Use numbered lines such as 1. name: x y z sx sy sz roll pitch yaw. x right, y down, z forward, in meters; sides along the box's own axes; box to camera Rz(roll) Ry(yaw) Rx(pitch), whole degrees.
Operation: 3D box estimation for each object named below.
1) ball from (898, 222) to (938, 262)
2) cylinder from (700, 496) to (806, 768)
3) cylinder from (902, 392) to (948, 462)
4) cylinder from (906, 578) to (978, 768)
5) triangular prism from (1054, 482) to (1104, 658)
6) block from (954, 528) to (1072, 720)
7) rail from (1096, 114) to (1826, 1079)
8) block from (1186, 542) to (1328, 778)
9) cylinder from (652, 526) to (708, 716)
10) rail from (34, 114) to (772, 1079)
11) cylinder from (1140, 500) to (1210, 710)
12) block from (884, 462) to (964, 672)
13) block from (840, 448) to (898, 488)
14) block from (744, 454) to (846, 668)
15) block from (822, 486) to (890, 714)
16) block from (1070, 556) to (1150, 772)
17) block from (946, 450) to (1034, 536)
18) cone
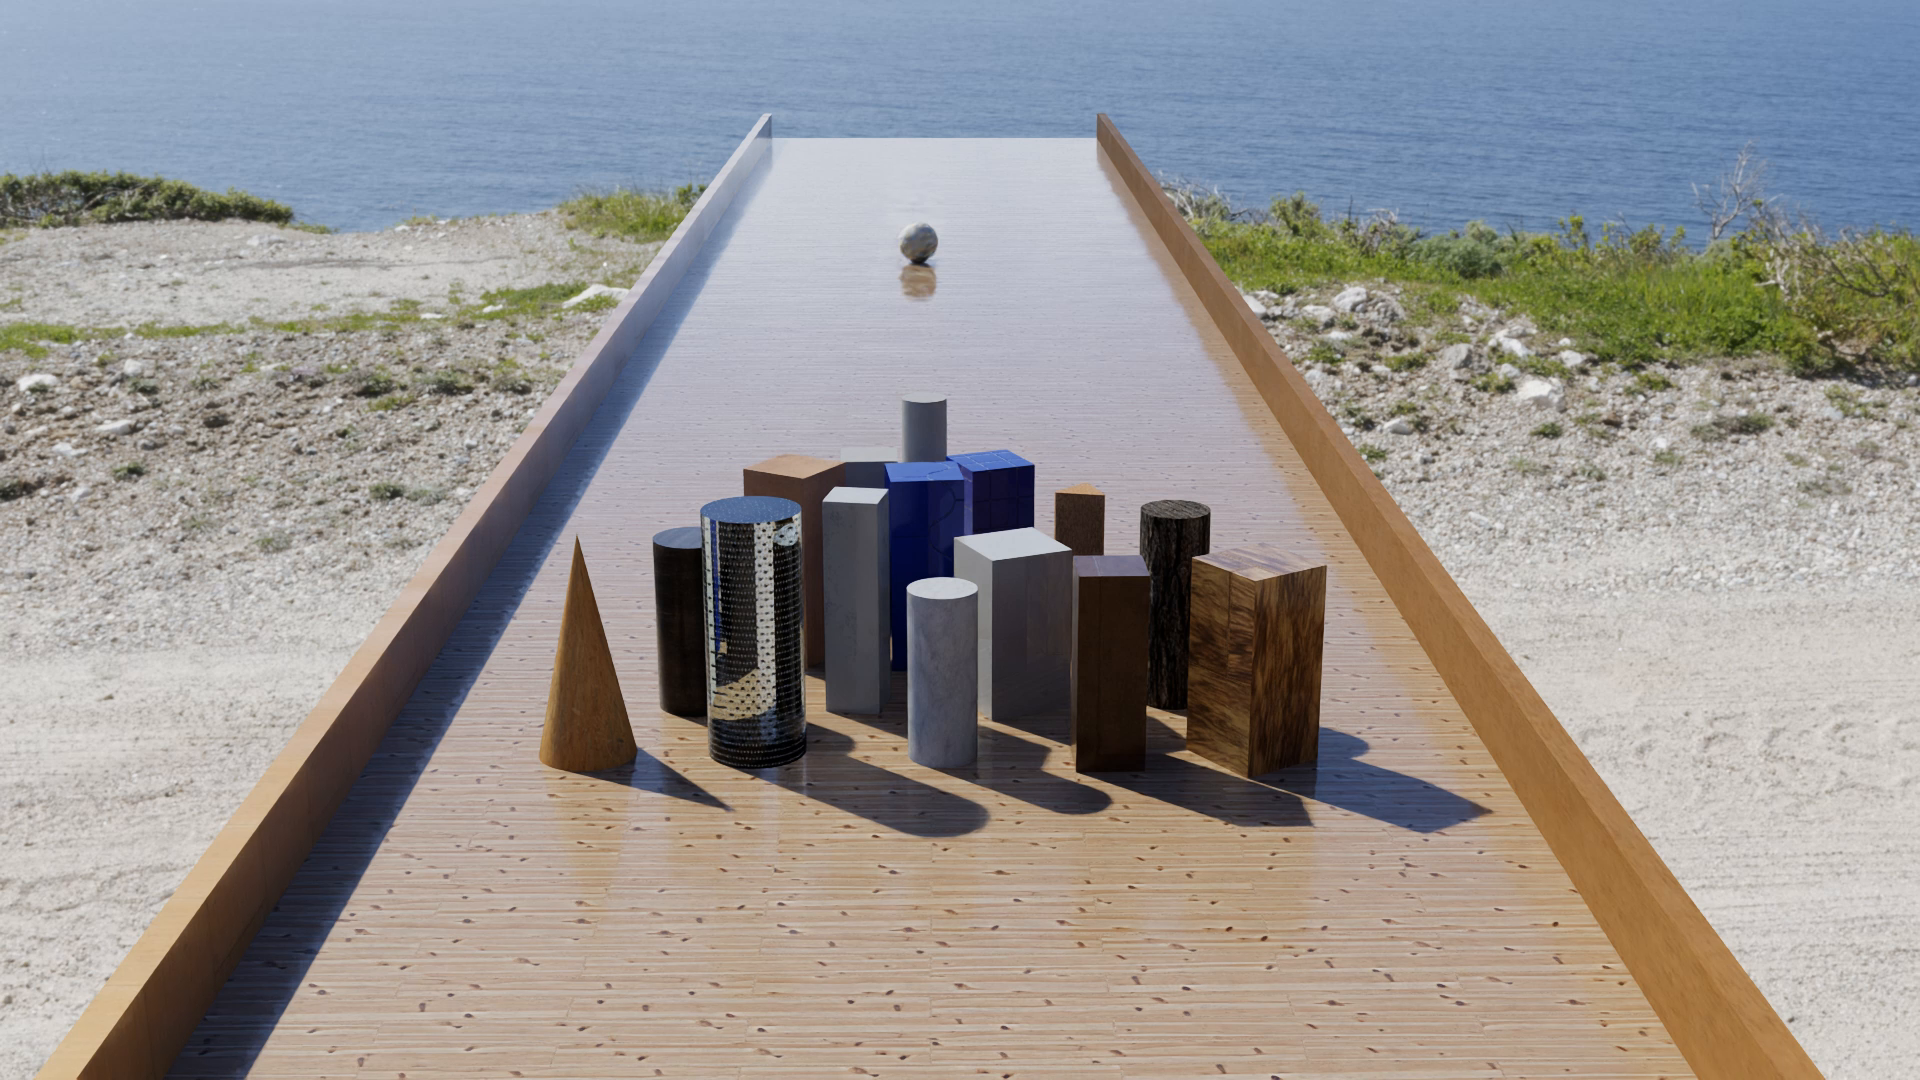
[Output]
1. ball: -0.173 -1.231 9.077 0.164 0.164 0.164 0 17 0
2. cylinder: -0.364 0.162 3.891 0.176 0.450 0.176 0 17 0
3. cylinder: -0.078 -0.116 4.896 0.100 0.412 0.100 0 17 0
4. cylinder: -0.031 0.234 3.891 0.125 0.313 0.125 0 17 0
5. triangular prism: 0.245 0.061 4.419 0.098 0.343 0.085 3 17 11
6. block: 0.099 0.156 4.155 0.165 0.312 0.165 -8 18 -24
7. rail: 0.932 -0.844 7.801 0.050 0.150 12.000 0 17 -1
8. block: 0.522 0.210 3.887 0.165 0.361 0.165 -11 20 -33
9. cylinder: -0.499 0.153 4.136 0.145 0.329 0.145 0 17 0
10. rail: -1.118 -0.838 7.780 0.050 0.150 12.000 0 17 -1
11. cylinder: 0.403 0.122 4.158 0.130 0.375 0.130 0 17 0
12. block: -0.071 0.051 4.373 0.143 0.388 0.143 -2 17 -6
13. block: -0.189 -0.007 4.622 0.118 0.358 0.118 -1 17 -2
14. block: -0.328 0.040 4.407 0.145 0.391 0.145 10 19 30
15. block: -0.193 0.114 4.123 0.103 0.411 0.103 3 17 9
16. block: 0.262 0.217 3.866 0.122 0.360 0.122 -1 17 -2
17. block: 0.063 -0.005 4.649 0.141 0.338 0.141 -7 18 -22
18. cone: -0.667 0.185 3.885 0.174 0.411 0.174 0 17 0
